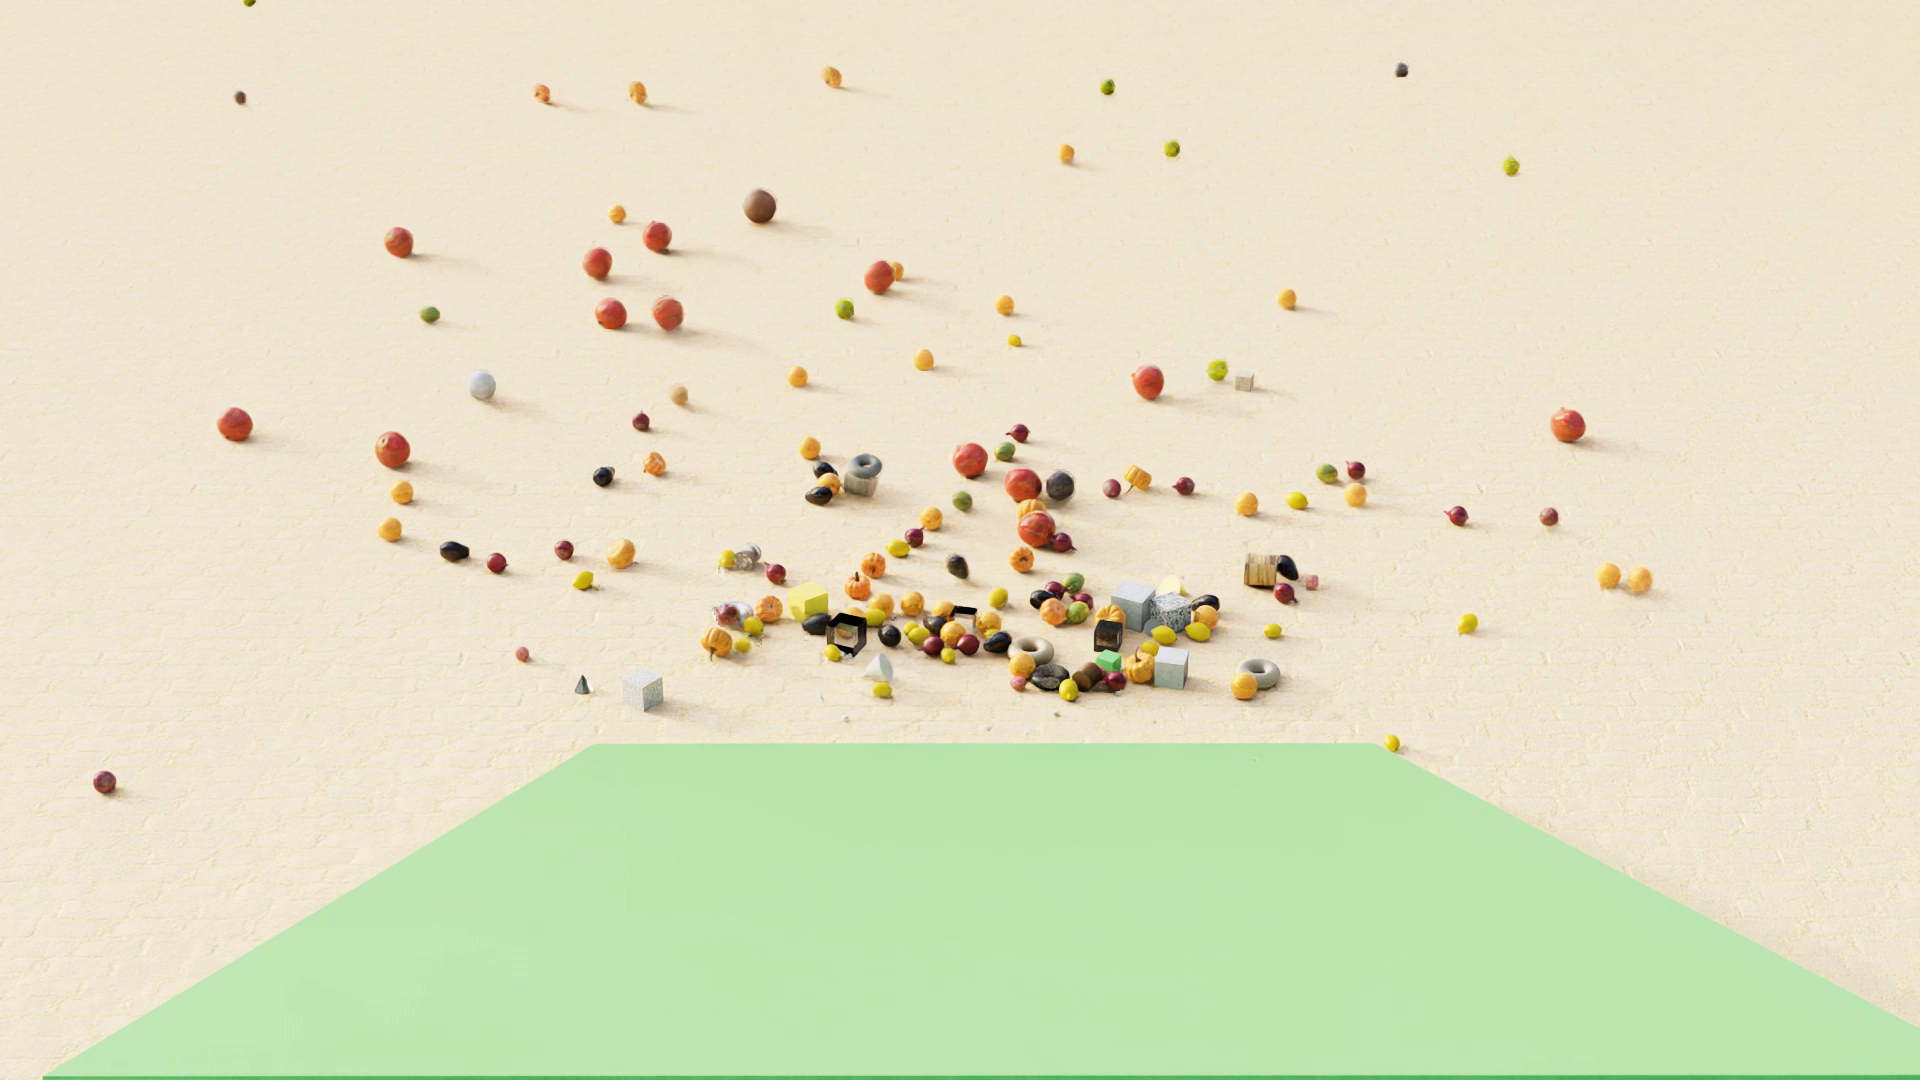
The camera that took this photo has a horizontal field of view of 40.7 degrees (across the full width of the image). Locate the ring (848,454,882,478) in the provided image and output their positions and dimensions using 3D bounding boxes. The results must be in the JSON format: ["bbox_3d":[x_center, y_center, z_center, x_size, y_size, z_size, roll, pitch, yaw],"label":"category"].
[{"bbox_3d":[-0.291,-0.227,7.956,0.104,0.035,0.104,0,40,0],"label":"ring"}]

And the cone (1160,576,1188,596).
[{"bbox_3d":[0.632,0.147,7.449,0.080,0.080,0.080,11,16,-41],"label":"cone"}]

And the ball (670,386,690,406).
[{"bbox_3d":[-0.928,-0.479,8.547,0.066,0.066,0.066,0,29,0],"label":"ball"}]

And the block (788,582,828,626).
[{"bbox_3d":[-0.430,0.179,7.344,0.081,0.081,0.081,-20,35,-32],"label":"block"}]

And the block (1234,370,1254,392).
[{"bbox_3d":[0.953,-0.533,8.660,0.052,0.052,0.052,10,31,18],"label":"block"}]

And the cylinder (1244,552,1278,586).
[{"bbox_3d":[0.874,0.085,7.501,0.094,0.094,0.094,5,29,8],"label":"cylinder"}]

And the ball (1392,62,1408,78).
[{"bbox_3d":[1.949,-2.077,11.429,0.070,0.070,0.070,0,29,0],"label":"ball"}]

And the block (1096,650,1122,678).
[{"bbox_3d":[0.408,0.340,7.086,0.051,0.051,0.051,18,34,29],"label":"block"}]

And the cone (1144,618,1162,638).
[{"bbox_3d":[0.535,0.246,7.283,0.052,0.052,0.052,-8,4,-15],"label":"cone"}]

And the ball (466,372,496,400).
[{"bbox_3d":[-1.588,-0.511,8.574,0.096,0.096,0.096,0,29,0],"label":"ball"}]

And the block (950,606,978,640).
[{"bbox_3d":[0.010,0.232,7.264,0.067,0.067,0.067,7,30,12],"label":"block"}]

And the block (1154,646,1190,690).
[{"bbox_3d":[0.576,0.349,7.038,0.080,0.080,0.080,7,30,12],"label":"block"}]

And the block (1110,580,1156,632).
[{"bbox_3d":[0.489,0.188,7.313,0.096,0.096,0.096,14,32,24],"label":"block"}]

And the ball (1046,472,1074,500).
[{"bbox_3d":[0.307,-0.166,7.957,0.091,0.091,0.091,0,29,0],"label":"ball"}]

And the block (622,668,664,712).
[{"bbox_3d":[-0.852,0.402,6.948,0.077,0.077,0.077,21,35,33],"label":"block"}]

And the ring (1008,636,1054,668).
[{"bbox_3d":[0.196,0.309,7.150,0.130,0.043,0.130,-1,29,1],"label":"ring"}]

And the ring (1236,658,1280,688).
[{"bbox_3d":[0.813,0.364,7.053,0.122,0.041,0.122,-1,28,1],"label":"ring"}]

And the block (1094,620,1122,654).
[{"bbox_3d":[0.412,0.270,7.195,0.066,0.066,0.066,8,30,15],"label":"block"}]

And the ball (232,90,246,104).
[{"bbox_3d":[-3.099,-1.905,11.129,0.058,0.058,0.058,0,29,0],"label":"ball"}]

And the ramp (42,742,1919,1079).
[{"bbox_3d":[0.065,0.583,4.630,2.000,0.100,4.000,0,0,0],"label":"ramp"}]

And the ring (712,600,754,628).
[{"bbox_3d":[-0.643,0.210,7.333,0.116,0.039,0.116,1,30,0],"label":"ring"}]

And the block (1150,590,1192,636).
[{"bbox_3d":[0.594,0.208,7.290,0.083,0.083,0.083,-16,33,-26],"label":"block"}]

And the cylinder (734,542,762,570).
[{"bbox_3d":[-0.625,0.048,7.600,0.062,0.062,0.062,12,31,21],"label":"cylinder"}]

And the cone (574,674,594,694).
[{"bbox_3d":[-1.021,0.384,7.006,0.051,0.051,0.051,0,29,0],"label":"cone"}]

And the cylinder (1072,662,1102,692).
[{"bbox_3d":[0.344,0.372,7.017,0.062,0.062,0.062,18,34,29],"label":"cylinder"}]

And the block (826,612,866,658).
[{"bbox_3d":[-0.315,0.264,7.190,0.083,0.083,0.083,13,31,22],"label":"block"}]

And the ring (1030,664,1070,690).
[{"bbox_3d":[0.246,0.374,7.040,0.109,0.036,0.109,-1,29,0],"label":"ring"}]
